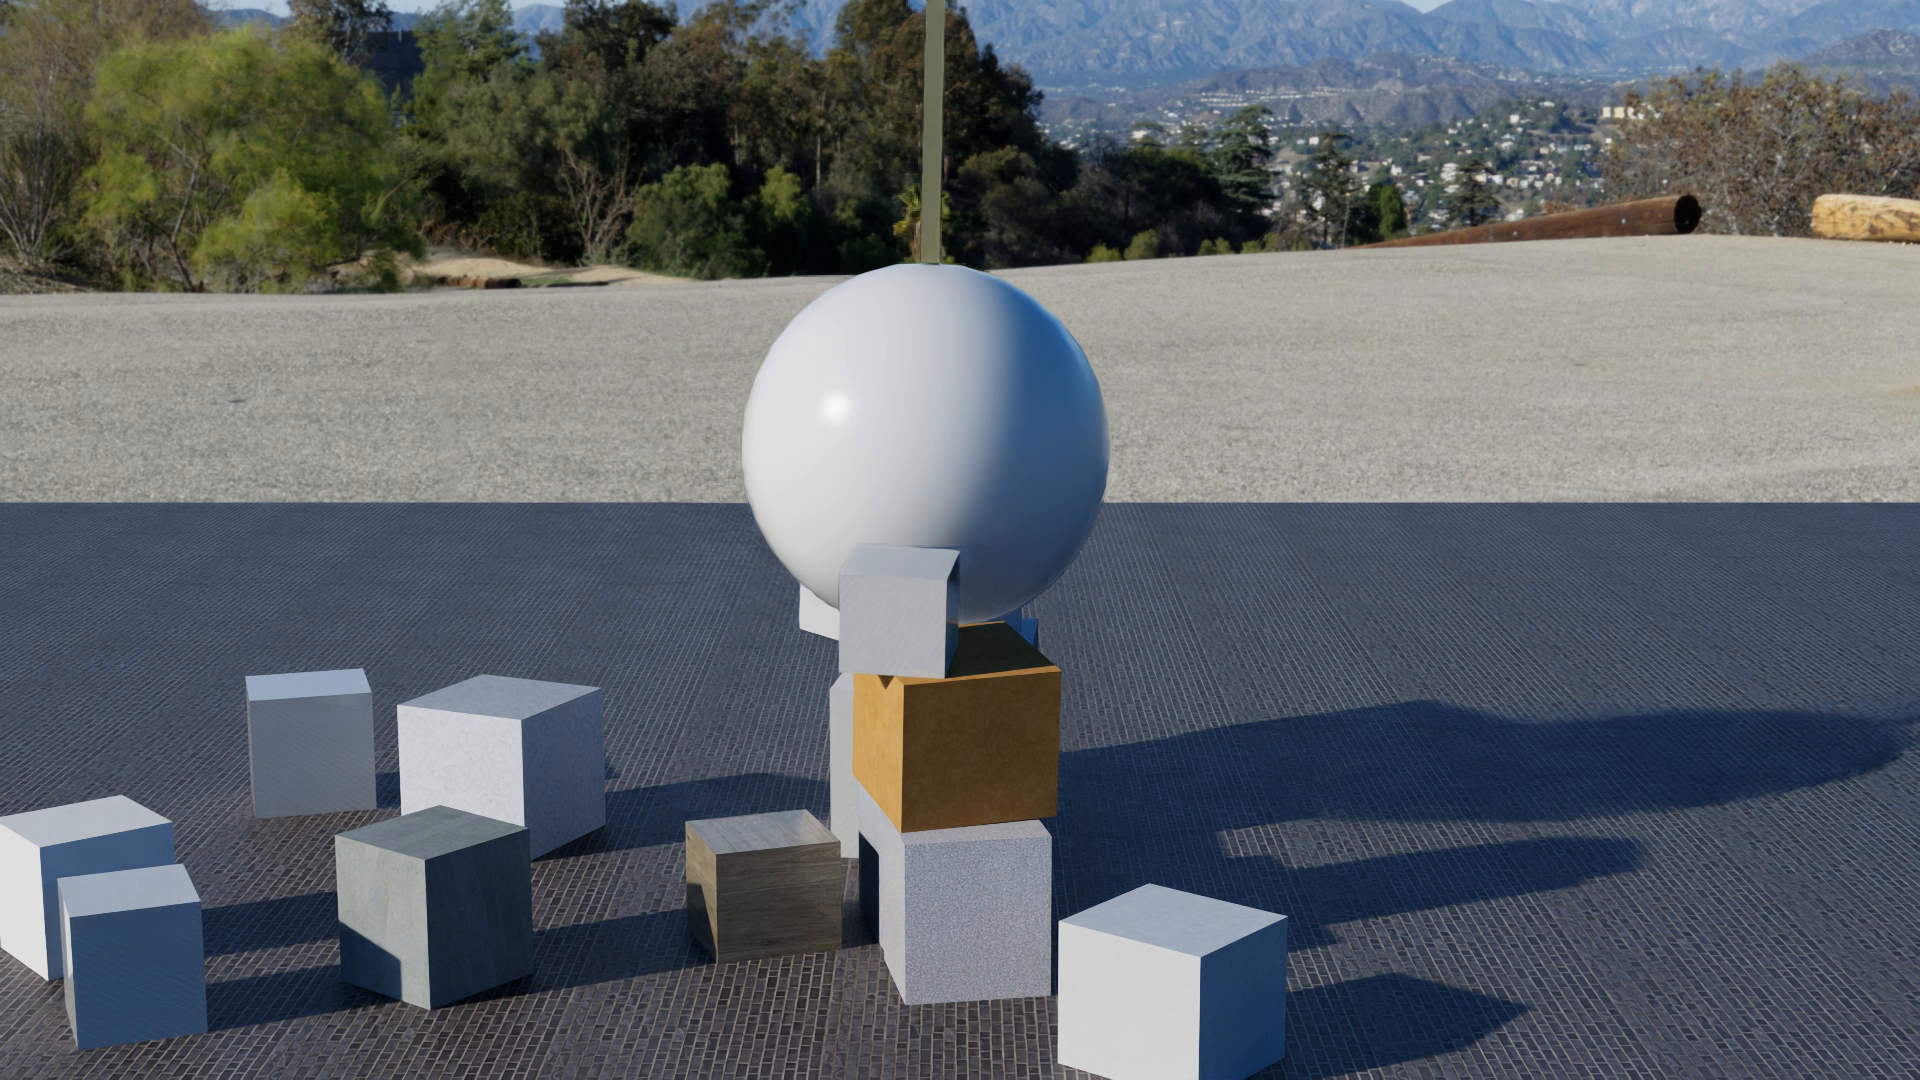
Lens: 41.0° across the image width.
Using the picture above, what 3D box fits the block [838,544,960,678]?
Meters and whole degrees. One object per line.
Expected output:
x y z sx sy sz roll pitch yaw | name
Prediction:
-0.231 0.272 9.911 0.407 0.390 0.415 3 16 6 | block

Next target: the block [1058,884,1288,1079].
0.762 1.613 9.202 0.604 0.533 0.560 8 13 38 | block

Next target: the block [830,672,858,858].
-0.132 1.004 11.866 0.825 0.780 0.689 1 10 7 | block

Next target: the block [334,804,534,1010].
-2.056 1.428 10.055 0.528 0.593 0.528 8 13 37 | block

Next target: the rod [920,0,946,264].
-0.065 -3.743 10.500 0.080 5.200 0.080 1 10 0 | rod

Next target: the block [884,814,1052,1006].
0.023 1.407 10.045 0.568 0.637 0.529 -2 10 -10 | block

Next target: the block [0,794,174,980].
-3.532 1.395 10.371 0.539 0.544 0.513 -9 13 -39 | block

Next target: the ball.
-0.149 -0.399 11.108 1.600 1.600 1.600 0 10 0 | ball

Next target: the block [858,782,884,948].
-0.077 1.284 10.617 0.576 0.676 0.629 -2 11 -13 | block

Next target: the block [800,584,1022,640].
-0.244 0.119 12.446 0.775 0.667 0.770 -8 13 -37 | block

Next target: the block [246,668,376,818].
-3.171 0.986 12.525 0.567 0.579 0.530 -3 11 -17 | block

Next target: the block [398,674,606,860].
-2.123 1.050 11.932 0.672 0.665 0.674 5 11 24 | block

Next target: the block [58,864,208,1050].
-3.101 1.553 9.607 0.459 0.508 0.500 -5 11 -23 | block

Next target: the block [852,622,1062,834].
-0.023 0.726 10.141 0.637 0.599 0.652 -4 17 -19 | block

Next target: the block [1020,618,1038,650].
0.005 0.854 12.567 0.722 0.823 0.709 1 10 4 | block

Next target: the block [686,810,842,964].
-0.808 1.413 10.517 0.519 0.457 0.488 -4 11 -20 | block
